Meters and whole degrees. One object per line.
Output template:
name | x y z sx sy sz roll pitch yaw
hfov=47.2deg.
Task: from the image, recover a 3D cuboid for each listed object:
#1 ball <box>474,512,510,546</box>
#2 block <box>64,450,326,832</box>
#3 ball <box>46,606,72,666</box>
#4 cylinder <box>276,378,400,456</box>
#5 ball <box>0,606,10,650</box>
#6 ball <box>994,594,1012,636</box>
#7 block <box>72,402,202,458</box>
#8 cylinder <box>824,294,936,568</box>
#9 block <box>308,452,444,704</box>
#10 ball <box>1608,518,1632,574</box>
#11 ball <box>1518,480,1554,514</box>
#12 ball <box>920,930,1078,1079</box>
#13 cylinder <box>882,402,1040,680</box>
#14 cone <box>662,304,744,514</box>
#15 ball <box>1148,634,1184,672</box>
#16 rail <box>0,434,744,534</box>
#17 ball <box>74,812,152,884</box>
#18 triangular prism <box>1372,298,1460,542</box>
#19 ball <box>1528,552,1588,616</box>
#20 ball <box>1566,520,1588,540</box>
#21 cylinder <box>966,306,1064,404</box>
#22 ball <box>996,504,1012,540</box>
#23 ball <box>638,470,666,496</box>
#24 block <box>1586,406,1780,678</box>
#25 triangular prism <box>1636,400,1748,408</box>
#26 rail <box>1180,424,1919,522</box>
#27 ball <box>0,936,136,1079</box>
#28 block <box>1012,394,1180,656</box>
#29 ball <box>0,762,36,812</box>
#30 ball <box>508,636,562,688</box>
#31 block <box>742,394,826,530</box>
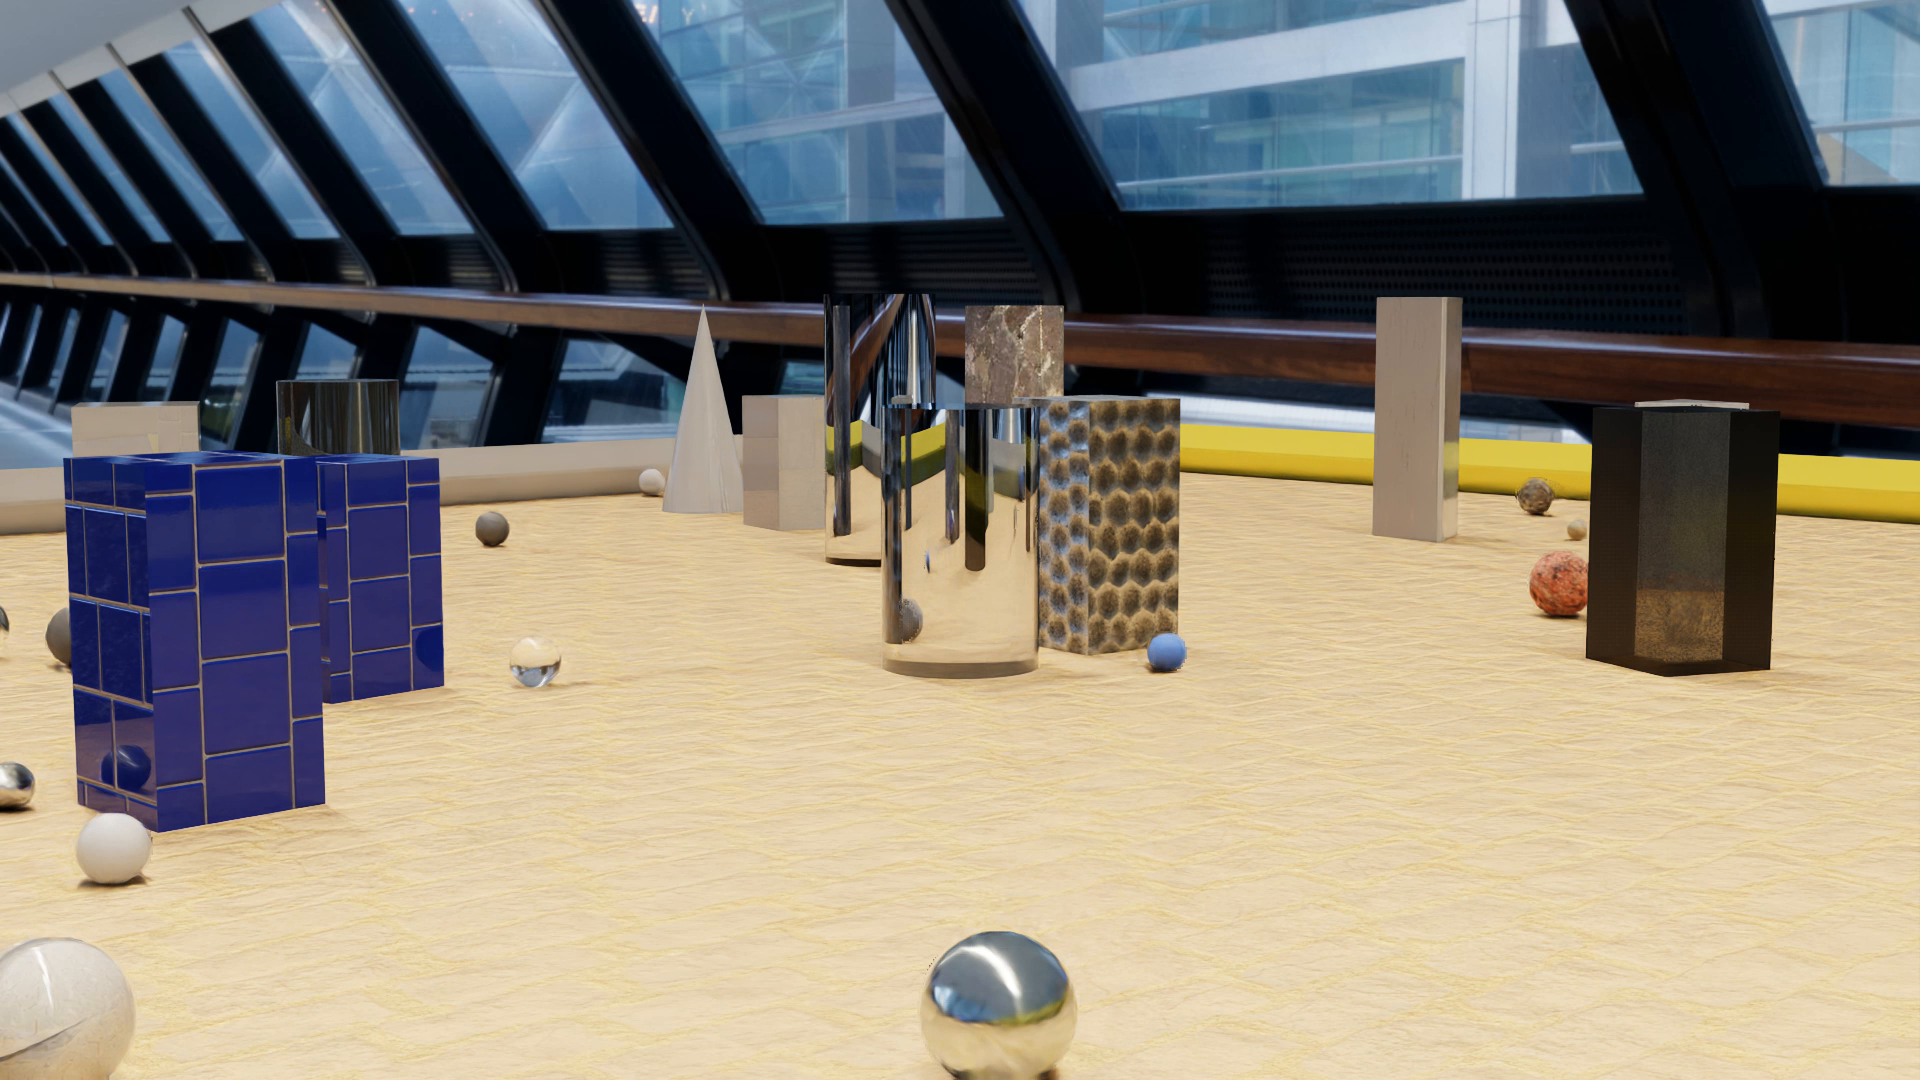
ball | -0.886 -0.020 4.162 0.065 0.065 0.065 0 6 0
block | -0.687 0.083 1.975 0.158 0.314 0.158 6 8 44
ball | -1.105 0.120 2.760 0.077 0.077 0.077 0 6 0
cylinder | -1.040 -0.104 3.693 0.198 0.328 0.198 0 6 0
ball | -1.257 0.112 2.804 0.084 0.084 0.084 0 6 0
ball | 0.076 0.103 3.008 0.060 0.060 0.060 0 6 0
block | -1.128 -0.029 3.033 0.158 0.317 0.158 -2 6 -18
cylinder | -0.141 -0.198 3.900 0.198 0.474 0.198 0 6 0
block | -0.725 0.040 2.591 0.158 0.271 0.158 5 8 39
ball | 1.144 0.011 3.717 0.096 0.096 0.096 0 6 0
ball | 1.261 -0.095 4.821 0.076 0.076 0.076 0 6 0
ball | 0.022 0.270 1.261 0.091 0.091 0.091 0 6 0
cylinder | 0.000 -0.004 2.746 0.198 0.327 0.198 0 6 0
cone | -0.570 -0.297 4.904 0.198 0.461 0.198 0 6 0
ball | 0.255 0.139 2.723 0.046 0.046 0.046 0 6 0
rail | -1.379 -0.122 4.818 4.714 0.128 0.045 -5 8 -42
ball | -0.660 0.240 1.713 0.055 0.055 0.055 0 6 0
triangular prism | 0.931 -0.241 4.325 0.148 0.470 0.171 -5 7 -37
ball | 0.878 0.065 3.211 0.093 0.093 0.093 0 6 0
ball | 1.198 -0.019 4.266 0.040 0.040 0.040 0 6 0
cylinder | 0.109 -0.241 4.405 0.198 0.454 0.198 0 6 0
ball | 0.104 -0.035 4.293 0.068 0.068 0.068 0 6 0
ball | -0.742 -0.138 5.295 0.064 0.064 0.064 0 6 0
block | 0.906 -0.003 2.763 0.158 0.322 0.158 -2 6 -20
triangular prism | 1.191 -0.080 3.616 0.171 0.297 0.148 1 6 13
rail | 1.715 -0.131 4.906 0.045 0.128 4.113 -5 8 -42
ball | -0.513 0.270 1.237 0.094 0.094 0.094 0 6 0
block | 0.181 -0.025 2.937 0.158 0.329 0.158 -5 7 -37
ball | -0.848 0.220 1.961 0.044 0.044 0.044 0 6 0
ball | -0.504 0.144 2.607 0.061 0.061 0.061 0 6 0
block | -0.342 -0.163 4.549 0.158 0.269 0.158 -4 7 -33
